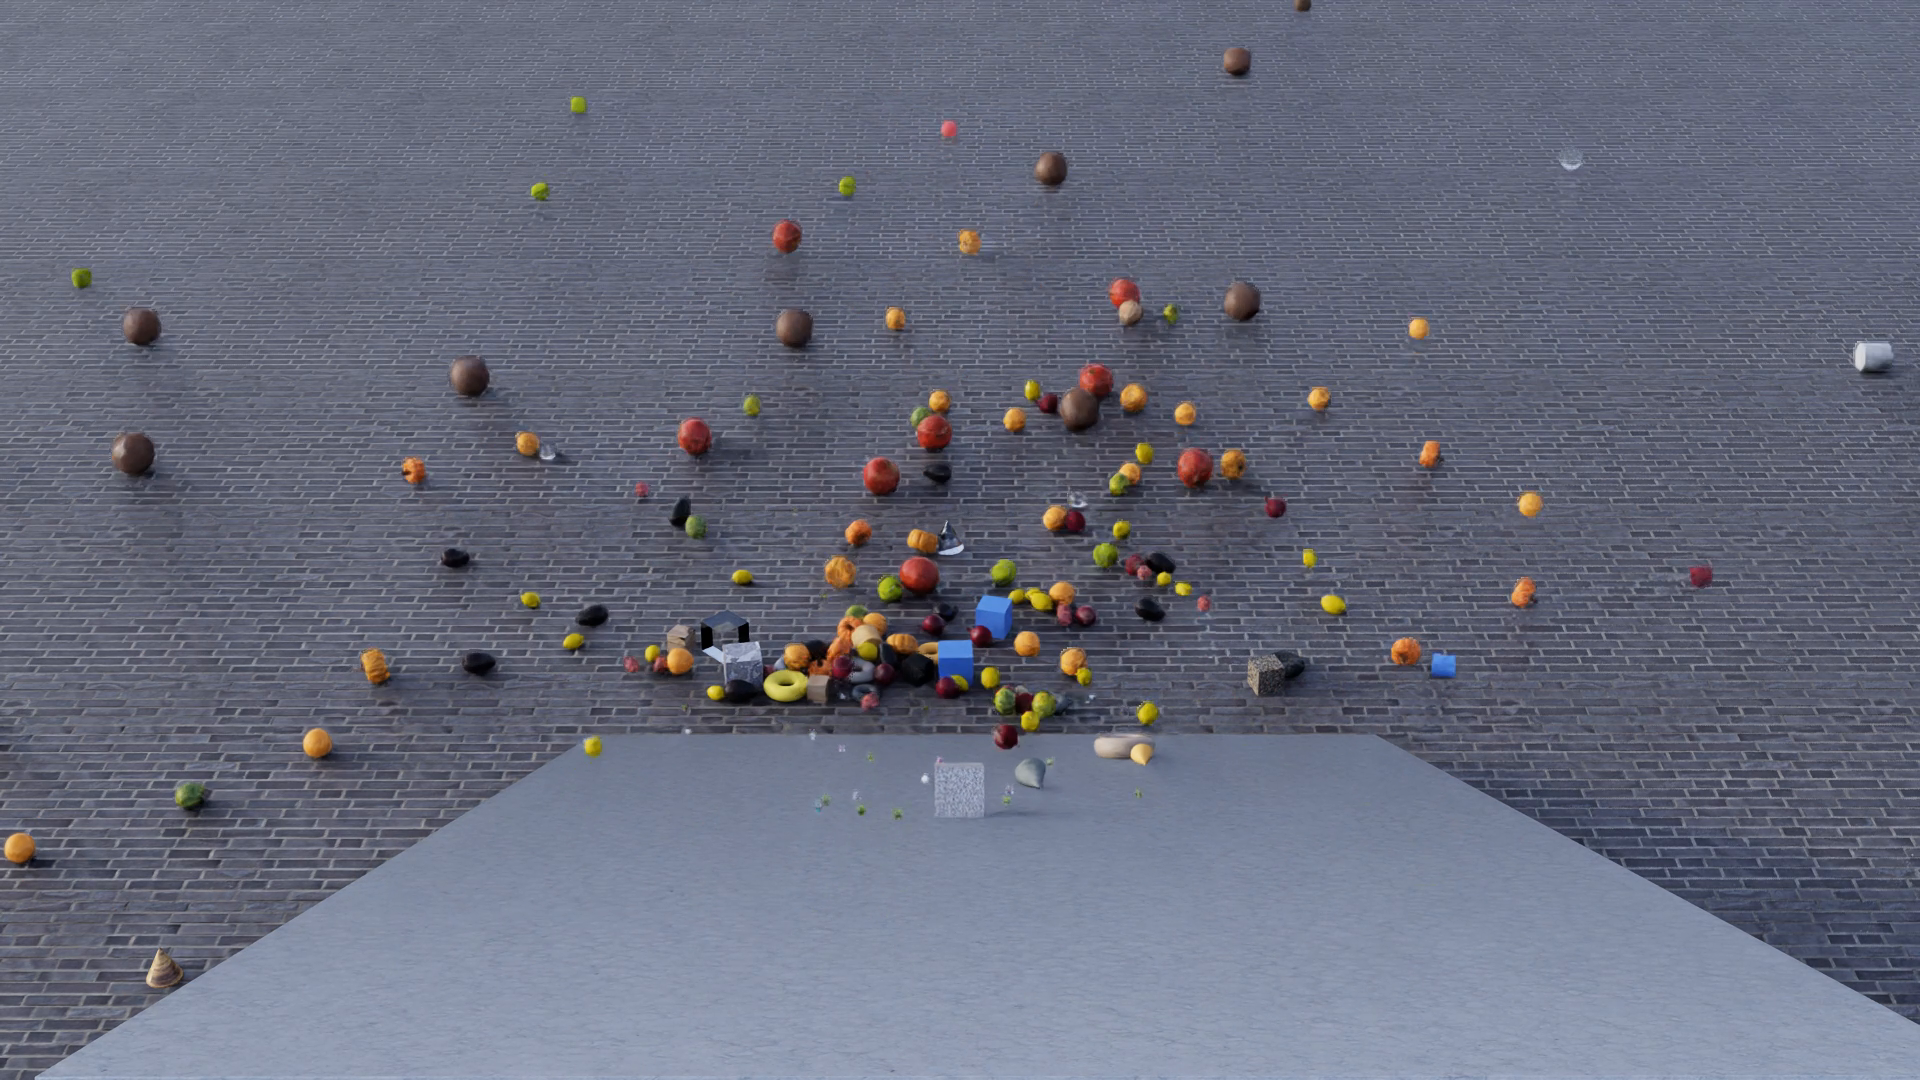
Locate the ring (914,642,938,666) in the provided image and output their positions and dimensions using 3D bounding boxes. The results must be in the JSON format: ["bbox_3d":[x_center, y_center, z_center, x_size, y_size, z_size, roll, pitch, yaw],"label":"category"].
[{"bbox_3d":[-0.076,0.314,7.106,0.100,0.033,0.100,-2,29,1],"label":"ring"}]

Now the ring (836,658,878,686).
[{"bbox_3d":[-0.281,0.358,7.021,0.112,0.037,0.112,1,27,-1],"label":"ring"}]

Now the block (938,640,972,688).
[{"bbox_3d":[-0.012,0.335,7.006,0.091,0.091,0.091,-1,28,-2],"label":"block"}]

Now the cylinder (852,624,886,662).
[{"bbox_3d":[-0.252,0.285,7.112,0.079,0.079,0.079,-8,29,-14],"label":"cylinder"}]

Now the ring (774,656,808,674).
[{"bbox_3d":[-0.460,0.347,7.048,0.094,0.031,0.094,1,28,-1],"label":"ring"}]

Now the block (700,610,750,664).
[{"bbox_3d":[-0.648,0.267,7.130,0.095,0.095,0.095,-23,36,-36],"label":"block"}]

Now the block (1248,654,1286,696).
[{"bbox_3d":[0.826,0.364,6.969,0.075,0.075,0.075,-8,29,-14],"label":"block"}]

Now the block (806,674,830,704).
[{"bbox_3d":[-0.379,0.399,6.927,0.054,0.054,0.054,4,28,8],"label":"block"}]

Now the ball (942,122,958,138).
[{"bbox_3d":[-0.044,-1.732,10.890,0.067,0.067,0.067,0,28,0],"label":"ball"}]

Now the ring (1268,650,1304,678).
[{"bbox_3d":[0.886,0.340,7.055,0.111,0.037,0.111,0,29,0],"label":"ring"}]

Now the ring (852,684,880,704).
[{"bbox_3d":[-0.252,0.412,6.933,0.075,0.025,0.075,1,29,0],"label":"ring"}]

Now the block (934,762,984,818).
[{"bbox_3d":[-0.002,0.471,4.871,0.093,0.093,0.093,0,1,-1],"label":"block"}]

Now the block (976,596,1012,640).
[{"bbox_3d":[0.095,0.216,7.236,0.084,0.084,0.084,8,29,14],"label":"block"}]

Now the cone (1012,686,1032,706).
[{"bbox_3d":[0.177,0.418,6.922,0.053,0.053,0.053,23,9,36],"label":"cone"}]

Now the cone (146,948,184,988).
[{"bbox_3d":[-1.807,0.956,5.854,0.085,0.085,0.085,0,28,0],"label":"cone"}]

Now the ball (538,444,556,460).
[{"bbox_3d":[-1.309,-0.280,8.195,0.053,0.053,0.053,0,28,0],"label":"ball"}]

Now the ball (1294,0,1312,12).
[{"bbox_3d":[1.655,-2.593,12.479,0.086,0.086,0.086,0,28,0],"label":"ball"}]

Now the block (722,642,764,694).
[{"bbox_3d":[-0.586,0.345,6.981,0.098,0.098,0.098,-5,29,-8],"label":"block"}]

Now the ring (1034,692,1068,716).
[{"bbox_3d":[0.244,0.436,6.883,0.091,0.030,0.091,-1,27,1],"label":"ring"}]

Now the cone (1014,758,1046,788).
[{"bbox_3d":[0.156,0.497,5.346,0.067,0.067,0.067,-8,30,-15],"label":"cone"}]

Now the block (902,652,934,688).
[{"bbox_3d":[-0.114,0.353,7.007,0.060,0.060,0.060,23,36,36],"label":"block"}]

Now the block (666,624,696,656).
[{"bbox_3d":[-0.771,0.277,7.150,0.057,0.057,0.057,12,30,21],"label":"block"}]

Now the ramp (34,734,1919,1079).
[{"bbox_3d":[0.063,0.570,4.611,2.000,0.100,4.000,0,1,0],"label":"ramp"}]

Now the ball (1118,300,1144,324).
[{"bbox_3d":[0.604,-0.805,9.138,0.088,0.088,0.088,0,28,0],"label":"ball"}]

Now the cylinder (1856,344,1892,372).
[{"bbox_3d":[3.107,-0.621,8.785,0.092,0.092,0.092,0,28,-3],"label":"cylinder"}]

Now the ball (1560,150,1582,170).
[{"bbox_3d":[2.491,-1.548,10.528,0.086,0.086,0.086,0,28,0],"label":"ball"}]

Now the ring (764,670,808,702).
[{"bbox_3d":[-0.467,0.392,6.953,0.127,0.042,0.127,0,29,0],"label":"ring"}]

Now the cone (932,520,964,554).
[{"bbox_3d":[-0.036,-0.020,7.666,0.095,0.095,0.095,0,28,0],"label":"cone"}]

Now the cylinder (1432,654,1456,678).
[{"bbox_3d":[1.315,0.342,7.022,0.062,0.062,0.062,-1,27,15],"label":"cylinder"}]

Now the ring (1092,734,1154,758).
[{"bbox_3d":[0.382,0.481,6.026,0.144,0.048,0.144,-1,1,0],"label":"ring"}]

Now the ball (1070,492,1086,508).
[{"bbox_3d":[0.359,-0.122,7.903,0.050,0.050,0.050,0,28,0],"label":"ball"}]
